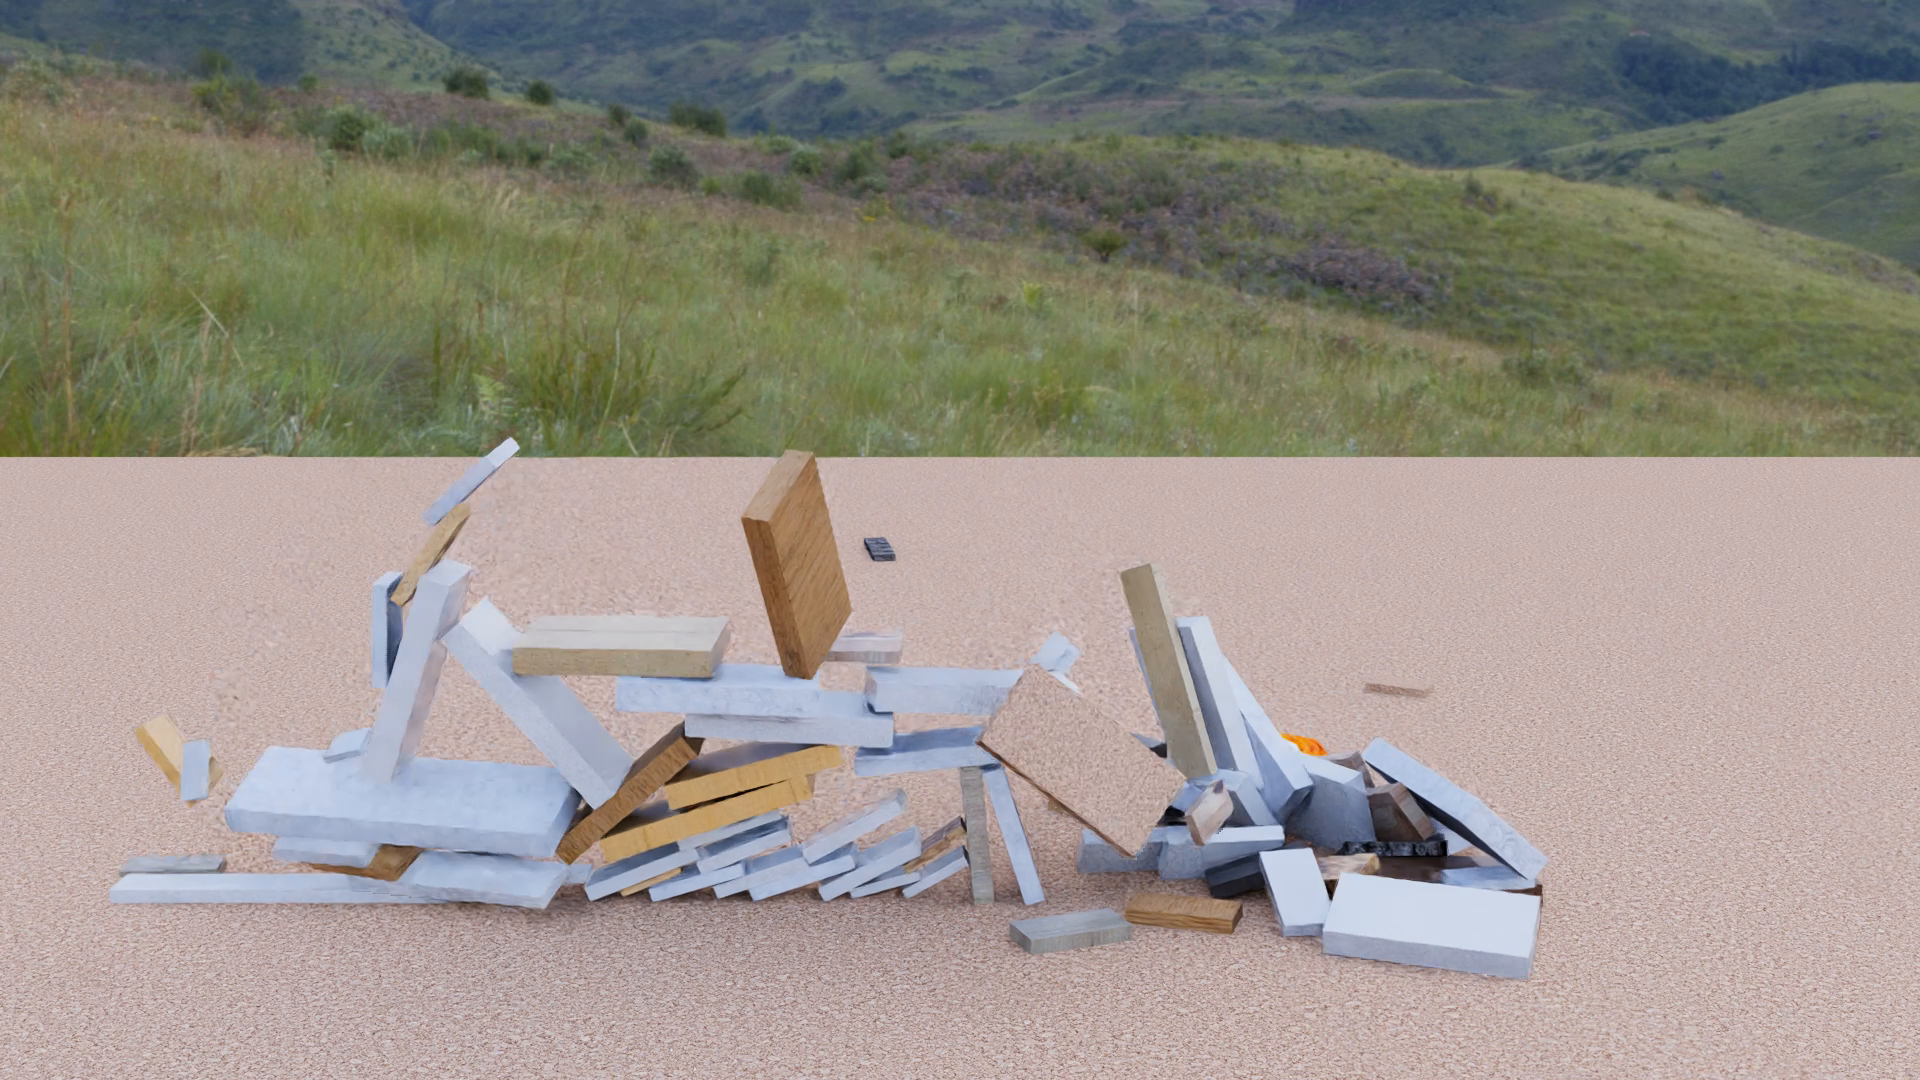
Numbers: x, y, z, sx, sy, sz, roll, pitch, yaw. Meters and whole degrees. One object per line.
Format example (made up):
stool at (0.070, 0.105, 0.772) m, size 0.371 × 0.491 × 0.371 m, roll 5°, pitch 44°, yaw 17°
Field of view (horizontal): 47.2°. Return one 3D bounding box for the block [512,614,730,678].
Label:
block at (-0.547, 0.172, 3.577) m, size 0.320 × 0.045 × 0.160 m, roll 1°, pitch 17°, yaw 5°

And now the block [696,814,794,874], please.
block at (-0.356, 0.505, 3.648) m, size 0.160 × 0.023 × 0.080 m, roll -21°, pitch 10°, yaw 2°

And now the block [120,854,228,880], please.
block at (-1.342, 0.562, 3.757) m, size 0.159 × 0.023 × 0.080 m, roll -1°, pitch 11°, yaw -6°

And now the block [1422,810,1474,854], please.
block at (0.799, 0.506, 4.006) m, size 0.148 × 0.042 × 0.295 m, roll -10°, pitch 14°, yaw -43°

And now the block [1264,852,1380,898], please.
block at (0.597, 0.553, 3.624) m, size 0.172 × 0.024 × 0.086 m, roll -12°, pitch 14°, yaw 40°

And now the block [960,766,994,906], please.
block at (0.027, 0.473, 3.650) m, size 0.033 × 0.236 × 0.118 m, roll -6°, pitch 11°, yaw -2°

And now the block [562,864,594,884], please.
block at (-0.761, 0.558, 3.669) m, size 0.289 × 0.015 × 0.053 m, roll -1°, pitch 11°, yaw 1°

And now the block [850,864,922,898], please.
block at (-0.123, 0.565, 3.666) m, size 0.119 × 0.017 × 0.059 m, roll -16°, pitch 10°, yaw 5°

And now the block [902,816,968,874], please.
block at (-0.043, 0.506, 3.649) m, size 0.119 × 0.017 × 0.059 m, roll -35°, pitch 10°, yaw 4°

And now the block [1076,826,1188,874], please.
block at (0.303, 0.528, 3.749) m, size 0.199 × 0.099 × 0.028 m, roll -1°, pitch 52°, yaw -7°

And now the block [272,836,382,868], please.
block at (-1.038, 0.498, 3.629) m, size 0.167 × 0.024 × 0.084 m, roll 3°, pitch 33°, yaw 15°

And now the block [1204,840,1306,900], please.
block at (0.498, 0.551, 3.670) m, size 0.172 × 0.024 × 0.086 m, roll -18°, pitch 10°, yaw 4°

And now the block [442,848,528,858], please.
block at (-0.820, 0.537, 3.762) m, size 0.173 × 0.024 × 0.086 m, roll -8°, pitch -2°, yaw 40°

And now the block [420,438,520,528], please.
block at (-0.784, -0.092, 3.523) m, size 0.173 × 0.024 × 0.086 m, roll -38°, pitch 9°, yaw 27°

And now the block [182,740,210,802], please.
block at (-1.255, 0.379, 3.610) m, size 0.048 × 0.096 × 0.014 m, roll -13°, pitch -18°, yaw 26°

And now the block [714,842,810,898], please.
block at (-0.327, 0.548, 3.656) m, size 0.160 × 0.023 × 0.080 m, roll -19°, pitch 10°, yaw 5°

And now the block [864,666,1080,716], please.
block at (0.016, 0.250, 3.643) m, size 0.334 × 0.047 × 0.167 m, roll 2°, pitch 6°, yaw -9°

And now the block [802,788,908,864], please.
block at (-0.173, 0.472, 3.641) m, size 0.179 × 0.025 × 0.090 m, roll -29°, pitch 3°, yaw 7°

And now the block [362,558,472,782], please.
block at (-0.882, 0.210, 3.581) m, size 0.048 × 0.338 × 0.169 m, roll 18°, pitch 9°, yaw -3°

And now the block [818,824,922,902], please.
block at (-0.149, 0.538, 3.660) m, size 0.179 × 0.025 × 0.090 m, roll -27°, pitch 9°, yaw 5°

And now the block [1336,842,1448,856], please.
block at (0.738, 0.538, 3.765) m, size 0.172 × 0.024 × 0.086 m, roll 0°, pitch -21°, yaw -3°

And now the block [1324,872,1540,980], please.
block at (0.729, 0.595, 3.398) m, size 0.308 × 0.044 × 0.154 m, roll 4°, pitch 29°, yaw 19°

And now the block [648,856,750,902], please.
block at (-0.433, 0.557, 3.659) m, size 0.160 × 0.023 × 0.080 m, roll -16°, pitch 10°, yaw 4°

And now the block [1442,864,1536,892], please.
block at (0.862, 0.553, 3.588) m, size 0.133 × 0.019 × 0.067 m, roll -2°, pitch 11°, yaw -13°

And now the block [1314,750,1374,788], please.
block at (0.657, 0.445, 3.994) m, size 0.203 × 0.102 × 0.029 m, roll -17°, pitch 13°, yaw 46°

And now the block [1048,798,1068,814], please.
block at (0.238, 0.499, 4.107) m, size 0.136 × 0.019 × 0.068 m, roll 10°, pitch 14°, yaw 43°

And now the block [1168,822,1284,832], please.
block at (0.461, 0.522, 3.807) m, size 0.199 × 0.028 × 0.099 m, roll 1°, pitch -27°, yaw 8°

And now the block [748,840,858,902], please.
block at (-0.260, 0.549, 3.665) m, size 0.179 × 0.025 × 0.090 m, roll -19°, pitch 10°, yaw 4°

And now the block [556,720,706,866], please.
block at (-0.544, 0.410, 3.640) m, size 0.289 × 0.041 × 0.144 m, roll -41°, pitch 8°, yaw 9°

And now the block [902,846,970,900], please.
block at (-0.041, 0.553, 3.664) m, size 0.119 × 0.017 × 0.059 m, roll -30°, pitch 10°, yaw 5°

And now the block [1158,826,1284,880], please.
block at (0.442, 0.530, 3.724) m, size 0.199 × 0.099 × 0.028 m, roll -2°, pitch 45°, yaw -9°

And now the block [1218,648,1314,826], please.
block at (0.496, 0.365, 3.965) m, size 0.046 × 0.163 × 0.327 m, roll -10°, pitch 54°, yaw -35°

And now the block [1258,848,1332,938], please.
block at (0.543, 0.566, 3.538) m, size 0.087 × 0.025 × 0.174 m, roll -3°, pitch 34°, yaw -6°

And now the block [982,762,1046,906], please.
block at (0.085, 0.475, 3.647) m, size 0.033 × 0.236 × 0.118 m, roll -18°, pitch 11°, yaw 0°

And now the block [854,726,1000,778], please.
block at (-0.049, 0.347, 3.634) m, size 0.236 × 0.033 × 0.118 m, roll -6°, pitch 11°, yaw 7°
